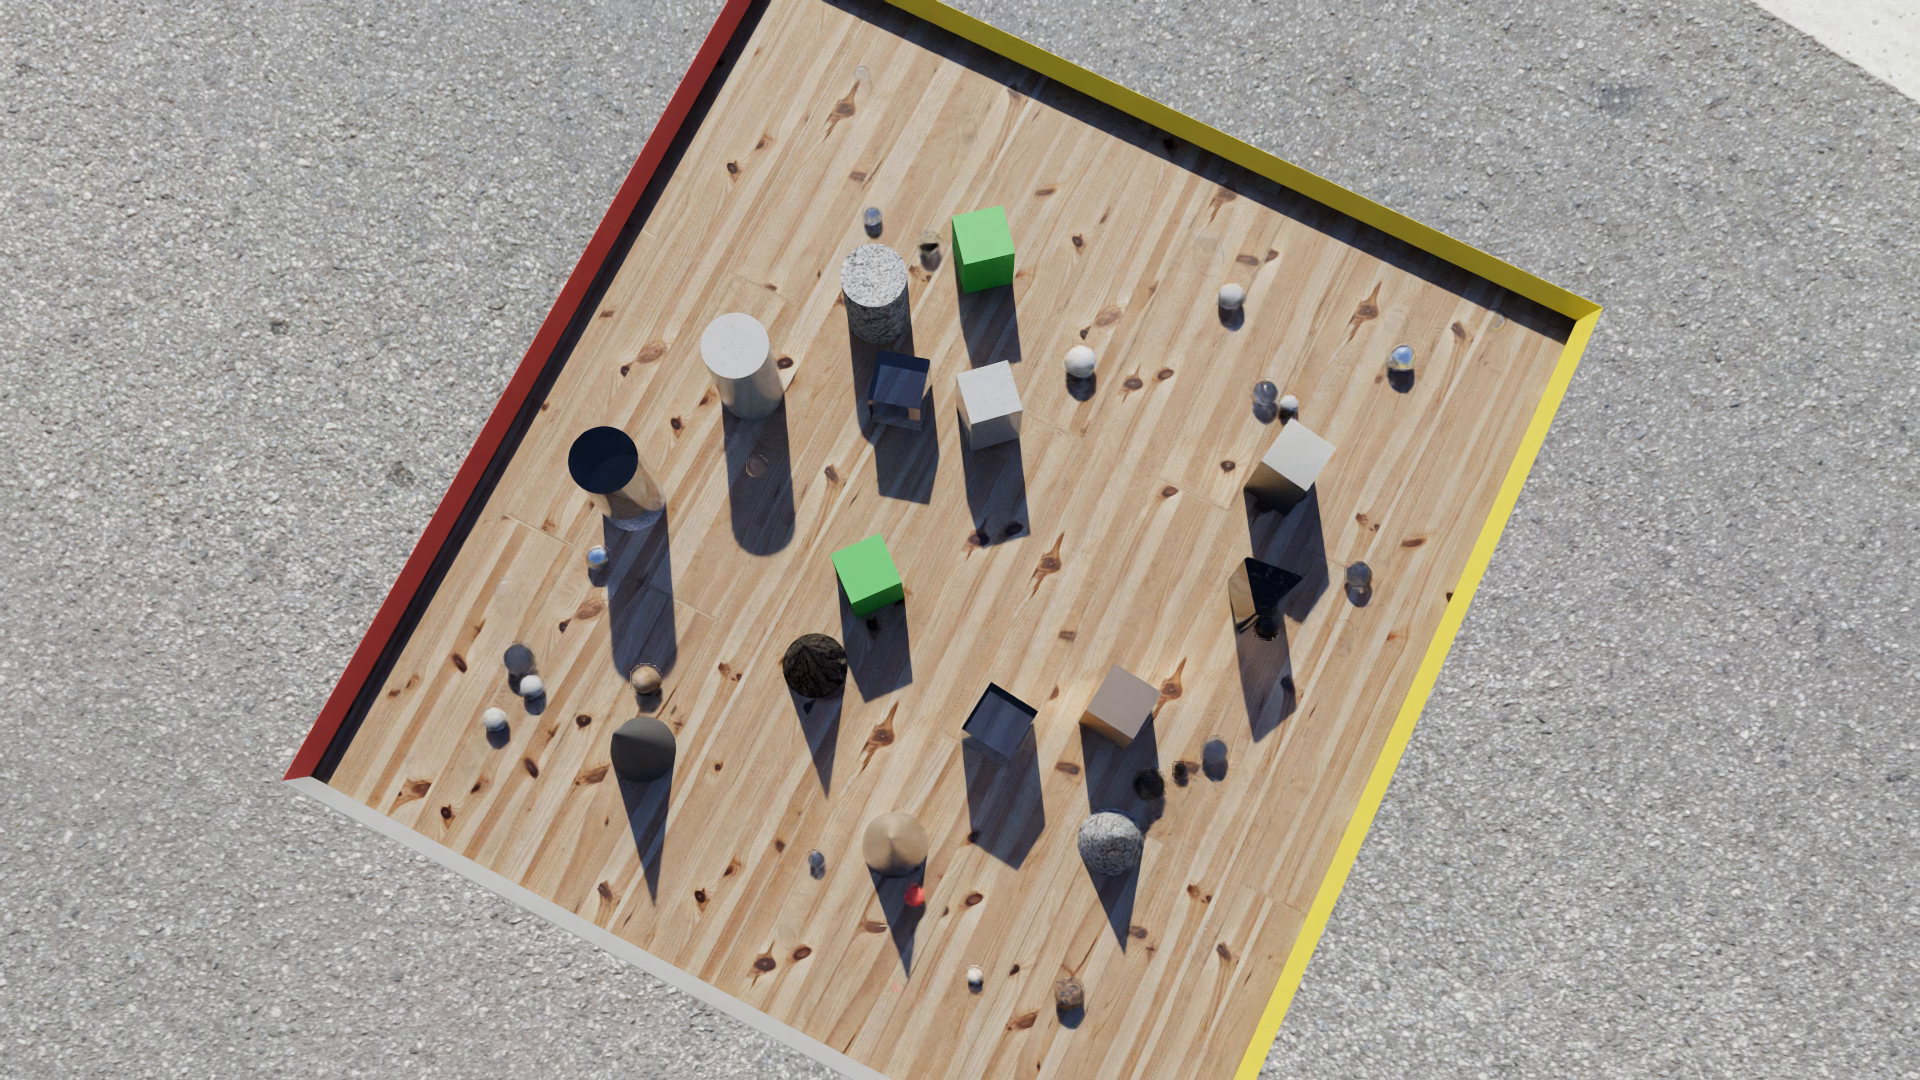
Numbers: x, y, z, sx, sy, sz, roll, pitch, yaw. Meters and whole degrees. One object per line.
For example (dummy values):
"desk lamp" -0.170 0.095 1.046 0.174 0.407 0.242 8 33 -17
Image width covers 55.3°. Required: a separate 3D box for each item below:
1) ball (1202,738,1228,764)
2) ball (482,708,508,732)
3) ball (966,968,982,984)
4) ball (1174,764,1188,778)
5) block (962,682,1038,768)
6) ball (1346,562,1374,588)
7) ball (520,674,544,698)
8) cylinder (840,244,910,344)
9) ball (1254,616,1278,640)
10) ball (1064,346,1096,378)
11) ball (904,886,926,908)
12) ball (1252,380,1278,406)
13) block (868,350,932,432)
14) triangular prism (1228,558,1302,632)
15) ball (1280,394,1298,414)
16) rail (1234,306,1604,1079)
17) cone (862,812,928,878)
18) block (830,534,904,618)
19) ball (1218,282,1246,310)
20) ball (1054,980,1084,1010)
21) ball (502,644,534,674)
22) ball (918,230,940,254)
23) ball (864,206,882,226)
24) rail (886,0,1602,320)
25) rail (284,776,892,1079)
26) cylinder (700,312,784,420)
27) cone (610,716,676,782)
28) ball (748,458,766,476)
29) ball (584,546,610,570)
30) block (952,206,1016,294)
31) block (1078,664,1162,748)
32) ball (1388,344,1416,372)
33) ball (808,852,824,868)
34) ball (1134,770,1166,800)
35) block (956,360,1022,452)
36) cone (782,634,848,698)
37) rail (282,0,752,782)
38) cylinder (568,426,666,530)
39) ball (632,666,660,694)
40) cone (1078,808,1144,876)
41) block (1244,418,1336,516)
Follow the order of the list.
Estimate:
"ball" 0.757 0.627 5.447 0.077 0.077 0.077 0 78 0
"ball" -1.388 0.537 5.468 0.073 0.073 0.073 0 78 0
"ball" 0.043 1.269 5.330 0.047 0.047 0.047 0 78 0
"ball" 0.658 0.686 5.452 0.044 0.044 0.044 0 78 0
"block" 0.113 0.542 5.344 0.158 0.315 0.158 32 80 6
"ball" 1.210 0.105 5.553 0.081 0.081 0.081 0 78 0
"ball" -1.282 0.440 5.489 0.072 0.072 0.072 0 78 0
"cylinder" -0.255 -0.747 5.591 0.198 0.353 0.198 0 78 0
"ball" 0.923 0.265 5.527 0.068 0.068 0.068 0 78 0
"ball" 0.374 -0.553 5.681 0.099 0.099 0.099 0 78 0
"ball" -0.132 1.045 5.370 0.060 0.060 0.060 0 78 0
"ball" 0.945 -0.456 5.671 0.078 0.078 0.078 0 78 0
"block" -0.181 -0.454 5.586 0.158 0.244 0.158 11 79 2
"triangular prism" 0.866 0.141 5.412 0.172 0.343 0.149 -39 81 -7
"ball" 1.018 -0.419 5.673 0.060 0.060 0.060 0 78 0
"rail" 1.272 0.629 5.420 0.045 0.129 3.066 26 80 5
"cone" -0.192 0.861 5.228 0.198 0.412 0.198 0 78 0
"block" -0.274 0.109 5.457 0.158 0.268 0.158 -23 79 -5
"ball" 0.849 -0.761 5.730 0.086 0.086 0.086 0 78 0
"ball" 0.317 1.316 5.301 0.085 0.085 0.085 0 78 0
"ball" -1.324 0.357 5.496 0.092 0.092 0.092 0 78 0
"ball" -0.098 -0.937 5.772 0.071 0.071 0.071 0 78 0
"ball" -0.276 -1.025 5.799 0.058 0.058 0.058 0 78 0
"rail" 0.675 -1.315 5.822 2.891 0.129 0.045 26 80 5
"rail" -0.675 1.329 5.275 2.891 0.129 0.045 26 80 5
"cylinder" -0.648 -0.515 5.495 0.198 0.446 0.198 0 78 0
"cone" -0.949 0.577 5.247 0.198 0.490 0.198 0 78 0
"ball" -0.623 -0.225 5.635 0.056 0.056 0.056 0 78 0
"ball" -1.102 0.054 5.567 0.075 0.075 0.075 0 78 0
"block" 0.071 -0.895 5.666 0.158 0.266 0.158 -13 79 -3
"block" 0.466 0.489 5.359 0.158 0.306 0.158 32 80 6
"ball" 1.372 -0.565 5.689 0.088 0.088 0.088 0 78 0
"ball" -0.422 0.943 5.396 0.049 0.049 0.049 0 78 0
"ball" 0.562 0.725 5.420 0.091 0.091 0.091 0 78 0
"block" 0.086 -0.402 5.537 0.158 0.319 0.158 -16 79 -3
"cone" -0.438 0.337 5.330 0.198 0.424 0.198 0 78 0
"rail" -1.272 -0.616 5.677 0.045 0.129 3.066 26 80 5
"cylinder" -1.005 -0.175 5.400 0.198 0.494 0.198 0 78 0
"ball" -0.941 0.419 5.487 0.084 0.084 0.084 0 78 0
"cone" 0.447 0.859 5.263 0.198 0.345 0.198 0 78 0
"block" 0.983 -0.213 5.483 0.158 0.348 0.158 35 80 7
